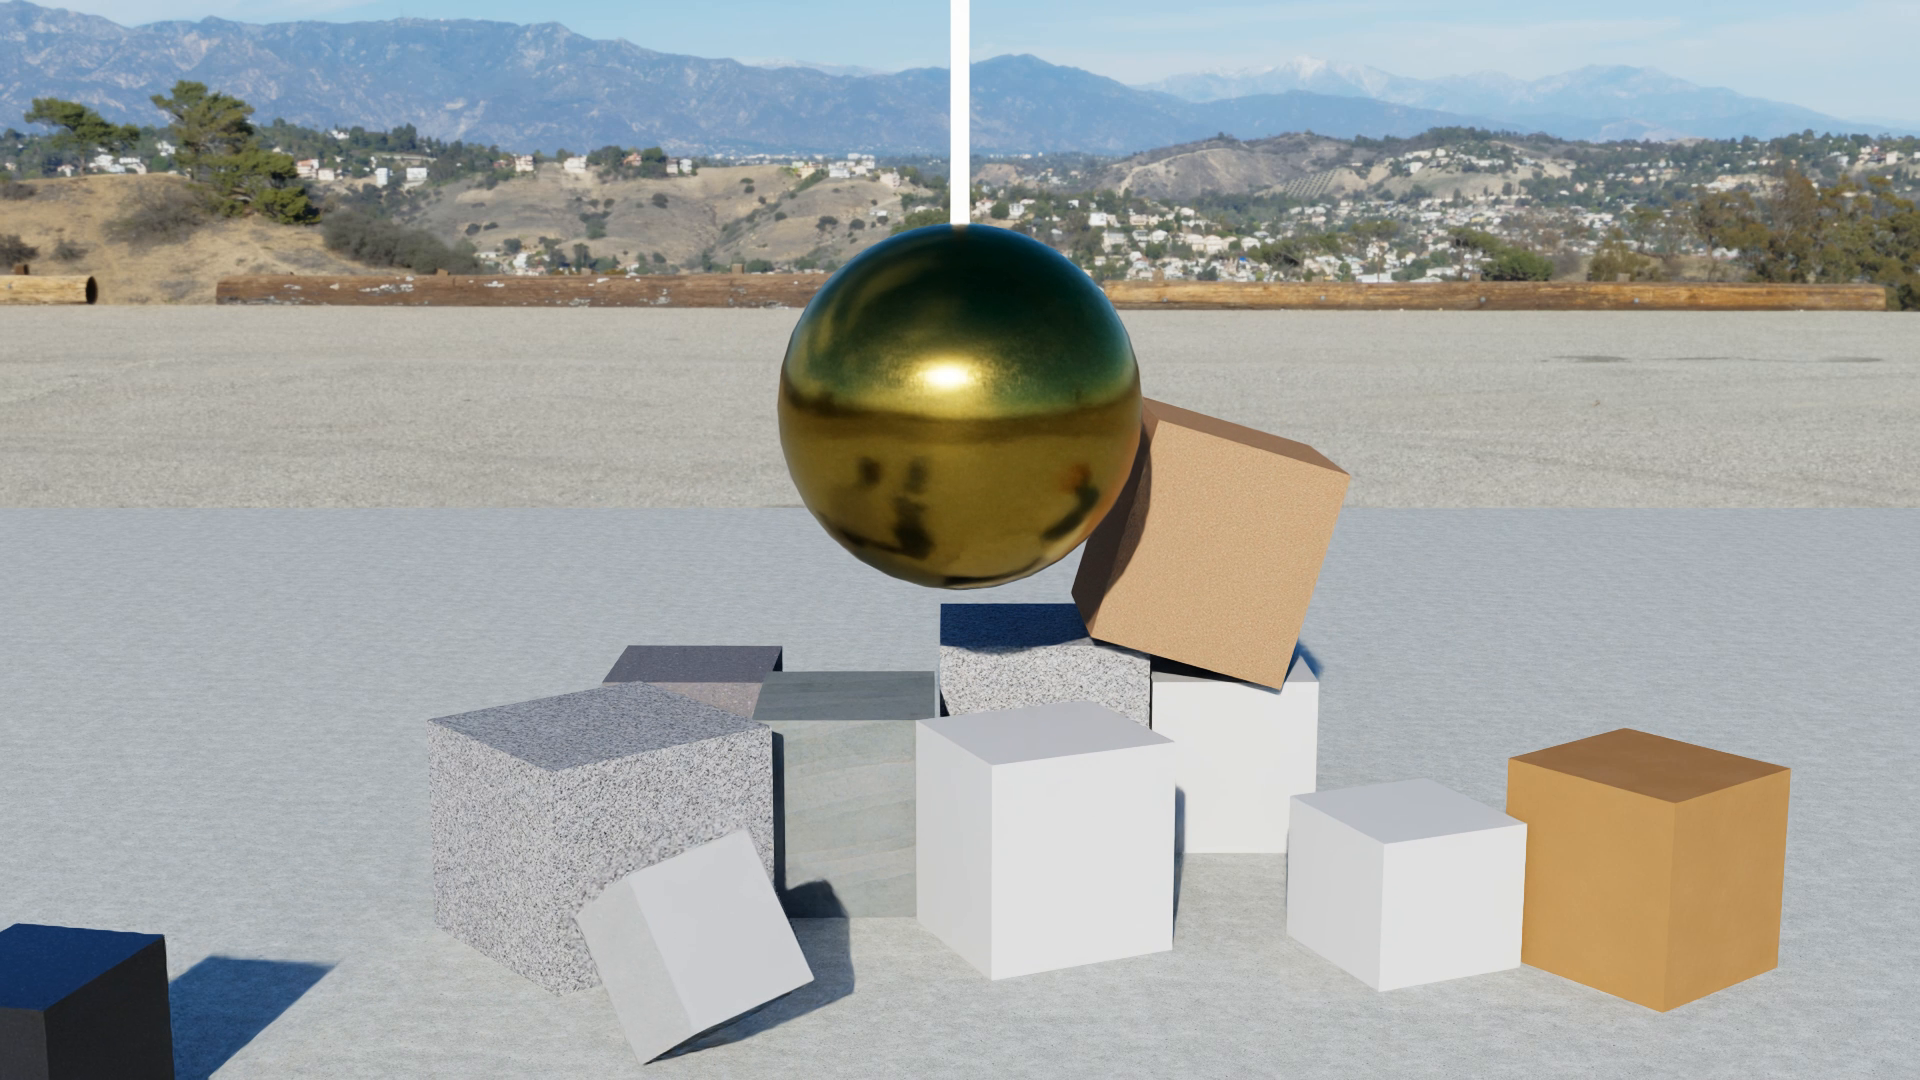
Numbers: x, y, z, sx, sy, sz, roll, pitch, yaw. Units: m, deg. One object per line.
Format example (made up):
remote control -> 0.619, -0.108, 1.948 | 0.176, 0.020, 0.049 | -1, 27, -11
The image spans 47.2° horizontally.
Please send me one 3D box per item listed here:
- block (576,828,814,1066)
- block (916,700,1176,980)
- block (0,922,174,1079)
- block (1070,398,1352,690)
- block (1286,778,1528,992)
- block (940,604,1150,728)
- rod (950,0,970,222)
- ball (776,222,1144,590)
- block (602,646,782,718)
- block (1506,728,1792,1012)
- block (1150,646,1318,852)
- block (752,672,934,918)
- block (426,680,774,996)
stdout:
block -> -1.025, 1.563, 8.443 | 0.537, 0.630, 0.565 | -18, -13, -36
block -> 0.368, 1.304, 9.759 | 0.878, 0.943, 0.799 | -5, 11, -24
block -> -3.260, 1.811, 7.765 | 0.604, 0.658, 0.722 | 2, 11, 12
block -> 1.225, -0.014, 11.019 | 0.969, 1.096, 0.983 | 16, 10, -6
block -> 1.936, 1.485, 9.601 | 0.715, 0.643, 0.744 | -4, 11, -22
block -> 0.415, 0.949, 11.387 | 1.034, 1.058, 1.008 | 0, 10, 0
rod -> 0.000, -3.973, 9.823 | 0.080, 5.200, 0.080 | 0, -4, 0
ball -> 0.000, -0.580, 9.610 | 1.600, 1.600, 1.600 | 0, 10, 0
block -> -1.360, 1.055, 11.374 | 0.822, 0.855, 0.813 | 0, 10, 1
block -> 2.936, 1.388, 9.452 | 0.821, 0.887, 0.830 | -8, 13, -37
block -> 1.357, 1.048, 11.354 | 0.816, 0.876, 0.928 | 0, 10, 0
block -> -0.532, 1.187, 10.437 | 0.827, 0.931, 0.930 | 0, 10, -1
block -> -1.599, 1.283, 9.801 | 1.105, 0.968, 1.082 | -9, 13, -40
